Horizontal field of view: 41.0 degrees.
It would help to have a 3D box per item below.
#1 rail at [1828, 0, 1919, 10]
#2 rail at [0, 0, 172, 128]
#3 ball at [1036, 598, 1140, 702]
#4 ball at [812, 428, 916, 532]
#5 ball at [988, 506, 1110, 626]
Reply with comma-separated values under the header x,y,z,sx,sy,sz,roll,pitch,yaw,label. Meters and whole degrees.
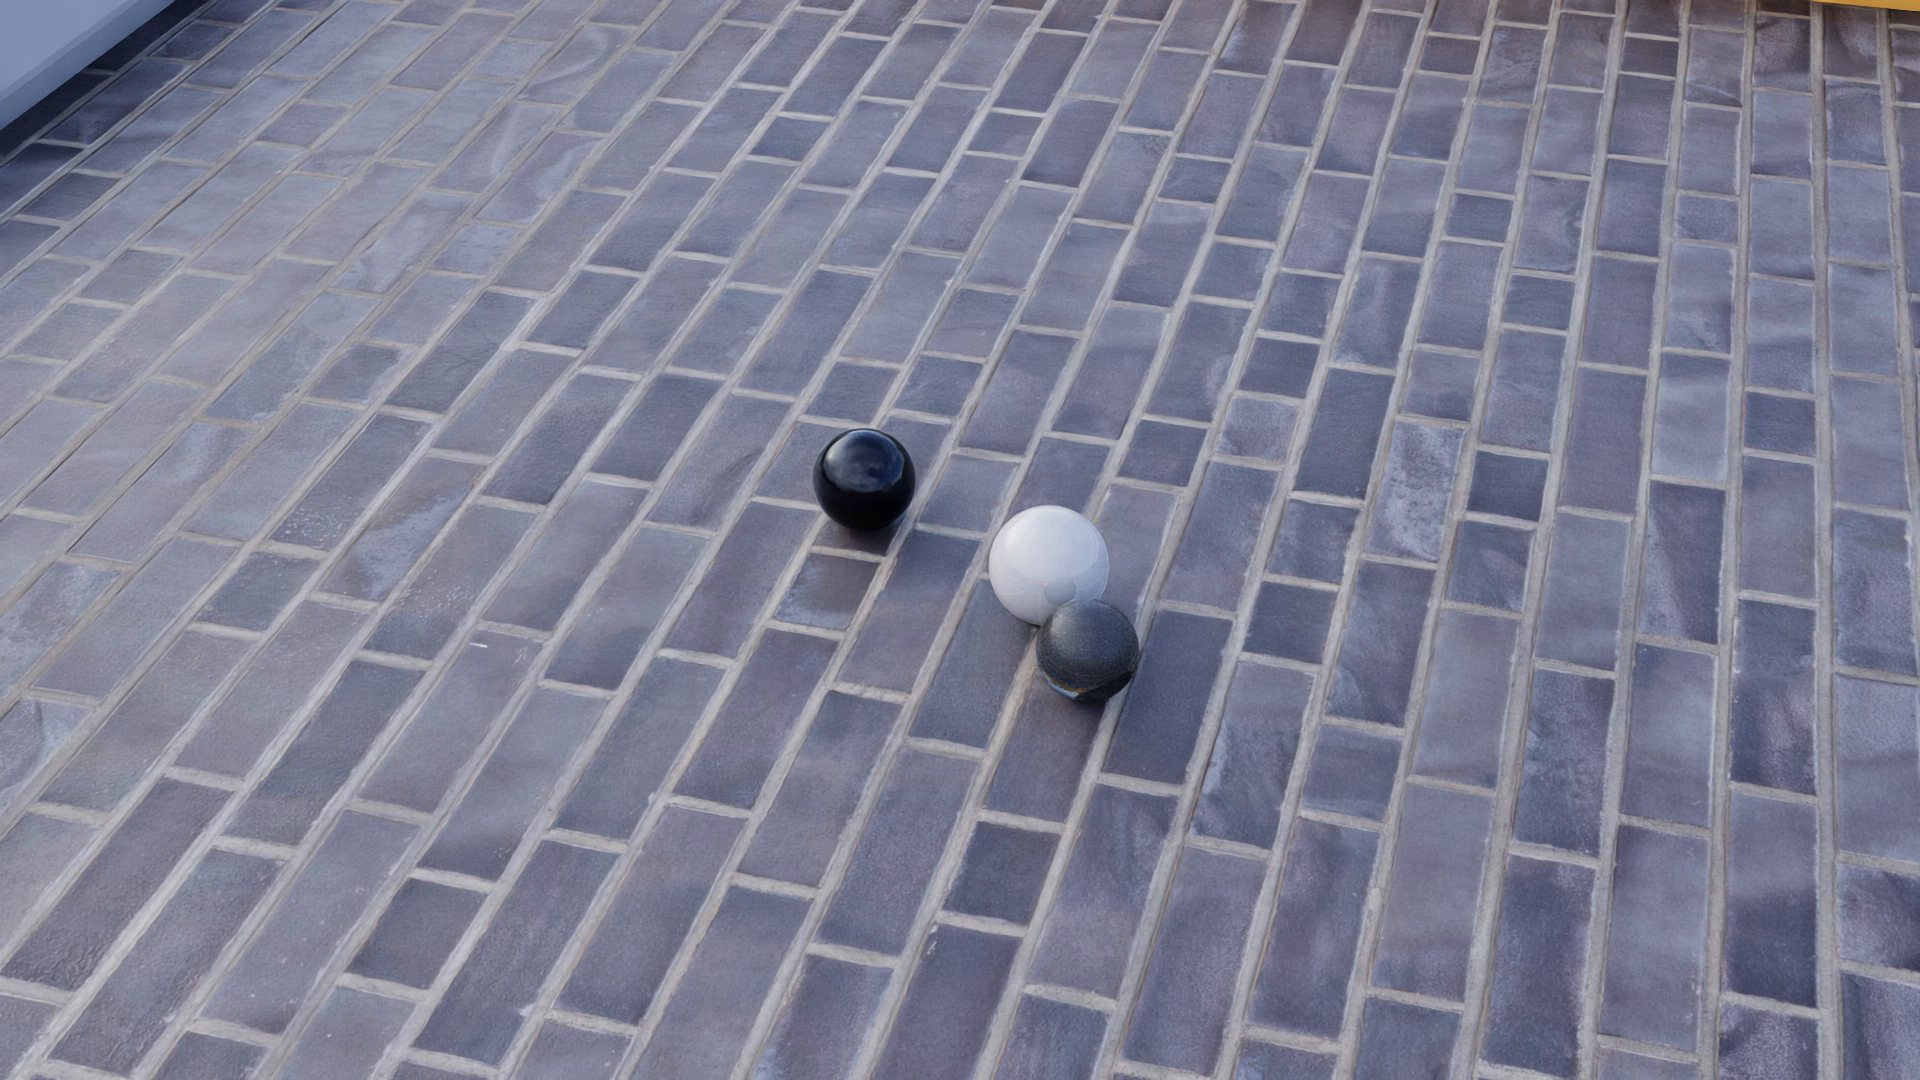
x,y,z,sx,sy,sz,roll,pitch,yaw,label
1.404,-0.547,2.614,4.433,0.119,0.045,9,35,13,rail
-1.047,-0.178,2.071,0.045,0.119,2.598,9,35,13,rail
0.087,0.075,1.744,0.071,0.071,0.071,0,34,0,ball
-0.071,-0.045,1.915,0.078,0.078,0.078,0,34,0,ball
0.063,0.018,1.815,0.086,0.086,0.086,0,34,0,ball
